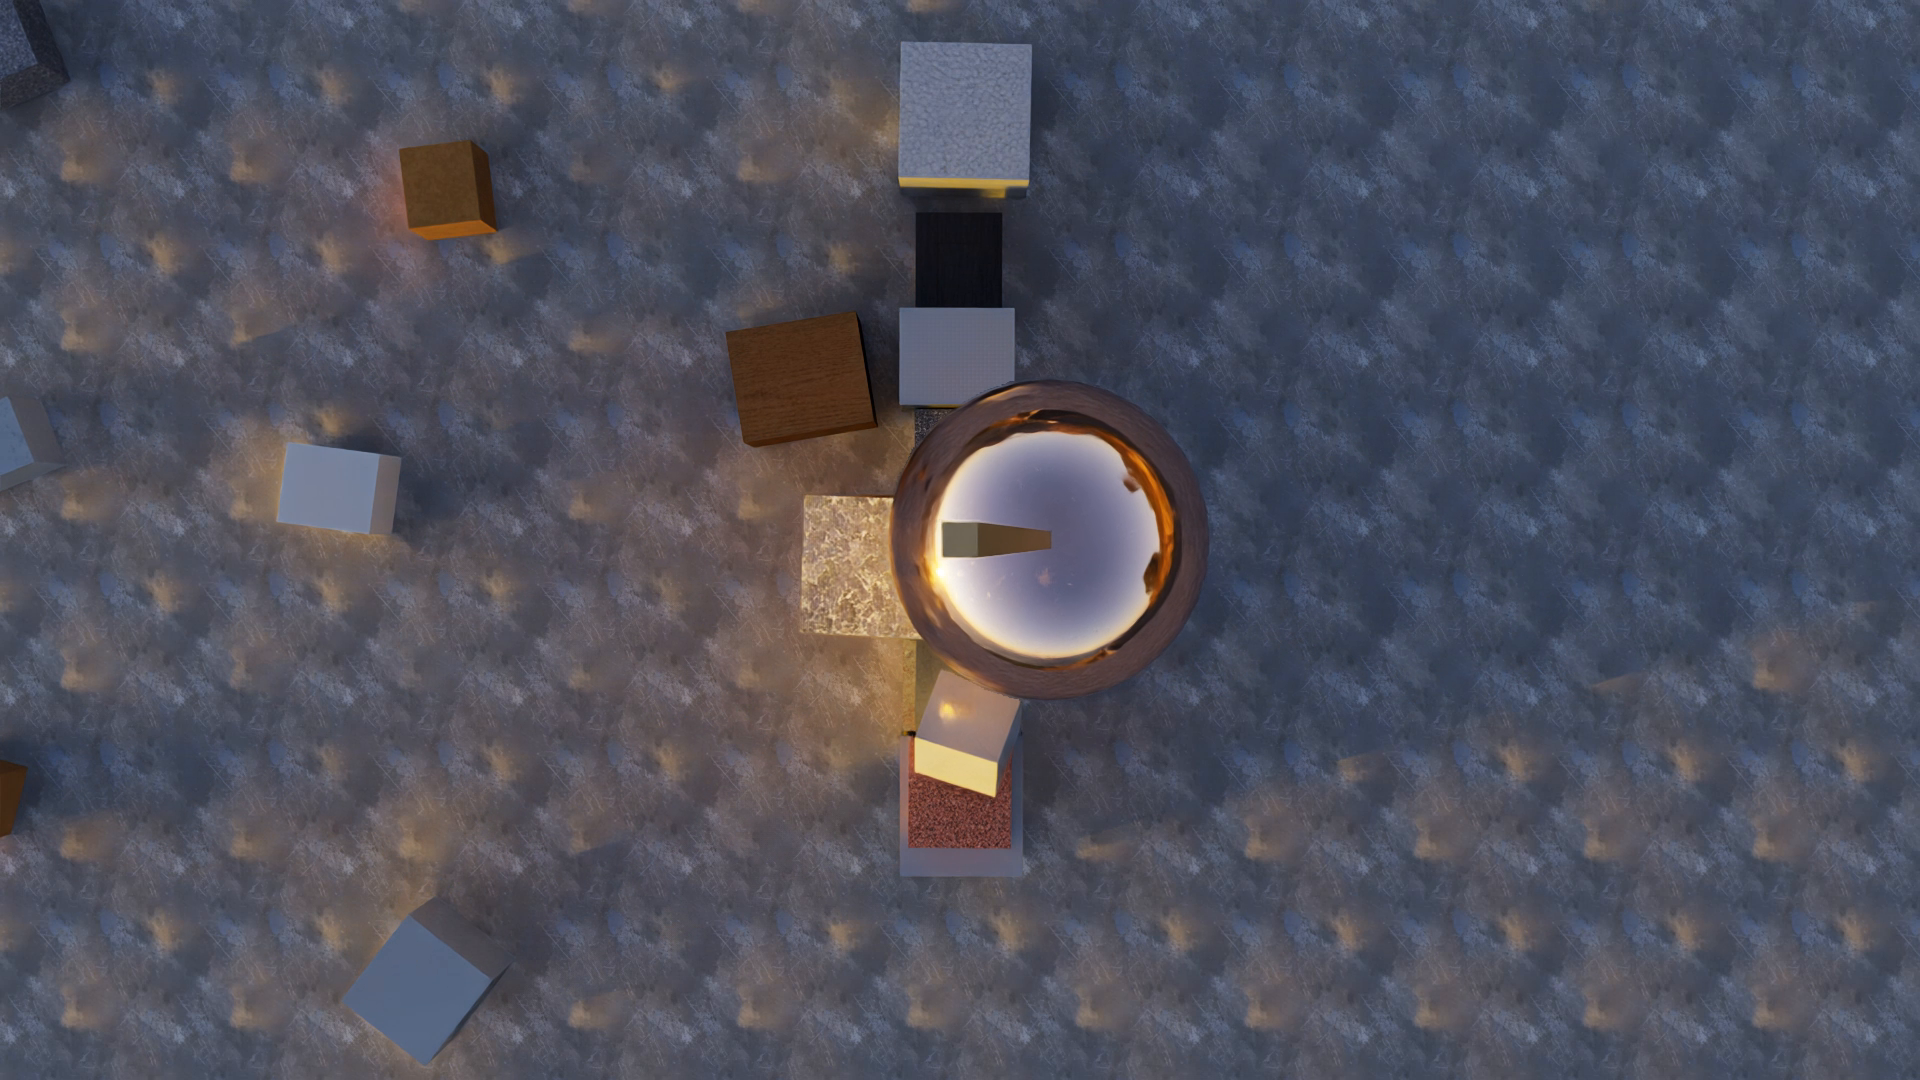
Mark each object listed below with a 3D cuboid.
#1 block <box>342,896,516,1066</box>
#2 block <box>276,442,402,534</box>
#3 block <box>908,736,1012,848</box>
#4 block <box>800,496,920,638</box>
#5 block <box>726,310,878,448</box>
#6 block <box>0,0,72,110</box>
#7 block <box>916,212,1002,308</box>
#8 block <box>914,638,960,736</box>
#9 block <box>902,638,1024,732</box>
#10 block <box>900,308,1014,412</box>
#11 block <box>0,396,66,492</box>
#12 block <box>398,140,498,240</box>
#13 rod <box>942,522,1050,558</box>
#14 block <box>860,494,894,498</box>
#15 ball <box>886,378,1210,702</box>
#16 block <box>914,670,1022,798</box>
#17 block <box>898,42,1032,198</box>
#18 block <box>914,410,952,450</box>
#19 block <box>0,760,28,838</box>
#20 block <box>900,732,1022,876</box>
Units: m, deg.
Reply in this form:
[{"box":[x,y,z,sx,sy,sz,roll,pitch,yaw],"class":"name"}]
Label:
[{"box":[-3.048,2.527,12.667,0.601,0.665,0.614,38,90,0],"class":"block"},{"box":[-3.593,-0.296,12.753,0.531,0.494,0.460,8,90,0],"class":"block"},{"box":[0.000,1.367,11.984,0.550,0.480,0.560,0,90,0],"class":"block"},{"box":[-0.390,0.141,11.911,0.711,0.709,0.729,2,91,18],"class":"block"},{"box":[-0.900,-0.916,12.670,0.742,0.660,0.629,-9,90,0],"class":"block"},{"box":[-5.617,-2.850,12.757,0.576,0.485,0.534,-22,90,0],"class":"block"},{"box":[-0.007,-1.590,12.771,0.494,0.458,0.557,0,90,0],"class":"block"},{"box":[0.008,0.803,12.139,0.497,0.567,0.562,1,90,0],"class":"block"},{"box":[0.017,0.749,12.711,0.681,0.578,0.663,0,90,0],"class":"block"},{"box":[-0.017,-1.031,12.669,0.644,0.662,0.545,0,90,0],"class":"block"},{"box":[-5.591,-0.538,12.770,0.508,0.460,0.405,-22,90,0],"class":"block"},{"box":[-2.967,-2.027,12.767,0.413,0.465,0.460,-7,90,0],"class":"block"},{"box":[0.190,0.000,7.536,0.080,5.200,0.080,0,90,4],"class":"rod"},{"box":[-0.147,0.080,12.569,0.647,0.693,0.660,1,90,18],"class":"block"},{"box":[0.437,0.000,10.927,1.600,1.600,1.600,0,90,0],"class":"ball"},{"box":[0.043,1.016,11.539,0.449,0.420,0.415,17,60,9],"class":"block"},{"box":[0.030,-2.410,12.672,0.734,0.657,0.763,1,90,0],"class":"block"},{"box":[-0.016,-0.505,12.783,0.487,0.434,0.485,0,90,0],"class":"block"},{"box":[-5.741,1.493,12.771,0.375,0.457,0.410,15,90,0],"class":"block"},{"box":[0.007,1.480,12.612,0.681,0.776,0.779,0,90,0],"class":"block"}]
